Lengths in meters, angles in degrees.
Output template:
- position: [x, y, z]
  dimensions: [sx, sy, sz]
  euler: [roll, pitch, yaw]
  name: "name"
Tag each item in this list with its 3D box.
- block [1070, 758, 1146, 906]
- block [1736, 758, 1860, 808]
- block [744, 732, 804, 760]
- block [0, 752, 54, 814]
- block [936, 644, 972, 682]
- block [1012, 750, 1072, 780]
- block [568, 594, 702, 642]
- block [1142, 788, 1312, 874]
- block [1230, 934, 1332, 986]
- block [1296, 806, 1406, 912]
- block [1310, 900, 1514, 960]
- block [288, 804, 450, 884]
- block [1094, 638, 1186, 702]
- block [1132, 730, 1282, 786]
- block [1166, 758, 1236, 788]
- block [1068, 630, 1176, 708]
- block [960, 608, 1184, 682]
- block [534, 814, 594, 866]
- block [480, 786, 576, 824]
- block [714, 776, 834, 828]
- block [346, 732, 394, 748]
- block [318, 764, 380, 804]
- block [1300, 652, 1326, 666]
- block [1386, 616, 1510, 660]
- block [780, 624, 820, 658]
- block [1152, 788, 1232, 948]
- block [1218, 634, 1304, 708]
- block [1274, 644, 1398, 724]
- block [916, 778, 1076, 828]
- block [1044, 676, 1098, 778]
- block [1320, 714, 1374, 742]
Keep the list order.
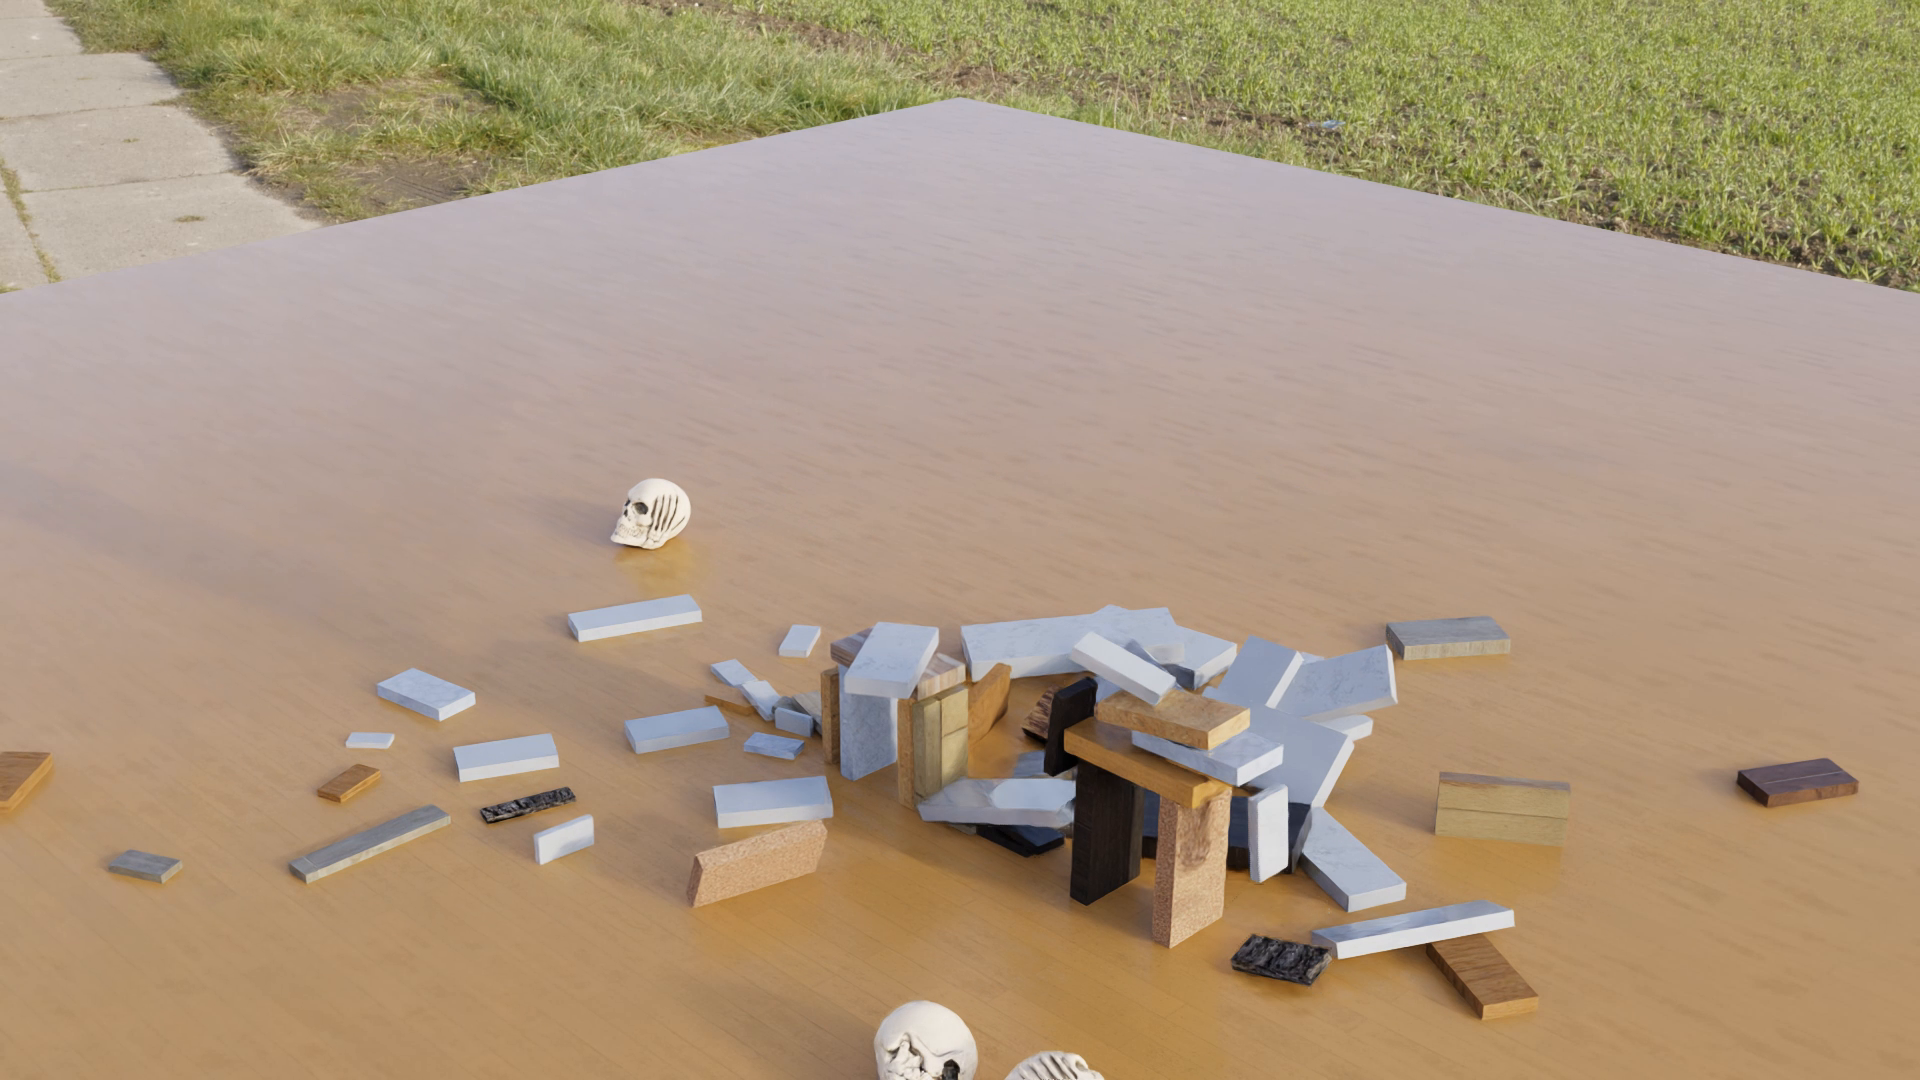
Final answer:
- position: [0.281, 0.522, 4.137]
  dimensions: [0.153, 0.305, 0.043]
  euler: [-21, 33, -41]
  name: "block"
- position: [1.730, 0.501, 4.542]
  dimensions: [0.212, 0.030, 0.106]
  euler: [-6, 24, -14]
  name: "block"
- position: [-0.398, 0.440, 4.702]
  dimensions: [0.116, 0.016, 0.058]
  euler: [8, 24, 19]
  name: "block"
- position: [-1.971, 0.500, 4.545]
  dimensions: [0.103, 0.029, 0.206]
  euler: [1, 23, 3]
  name: "block"
- position: [-0.038, 0.285, 5.043]
  dimensions: [0.257, 0.036, 0.128]
  euler: [-4, 23, -10]
  name: "block"
- position: [0.230, 0.466, 4.548]
  dimensions: [0.231, 0.033, 0.116]
  euler: [-9, 19, 13]
  name: "block"
- position: [-0.781, 0.187, 5.284]
  dimensions: [0.301, 0.029, 0.103]
  euler: [-9, 25, -21]
  name: "block"
- position: [0.490, 0.565, 4.311]
  dimensions: [0.365, 0.049, 0.172]
  euler: [4, 27, 21]
  name: "block"
- position: [0.571, 0.747, 3.916]
  dimensions: [0.158, 0.022, 0.079]
  euler: [4, 29, 39]
  name: "block"
- position: [0.724, 0.616, 4.264]
  dimensions: [0.125, 0.035, 0.313]
  euler: [-9, 25, -20]
  name: "block"
- position: [0.825, 0.708, 4.008]
  dimensions: [0.355, 0.030, 0.106]
  euler: [-7, 4, -16]
  name: "block"
- position: [-1.160, 0.596, 4.332]
  dimensions: [0.067, 0.019, 0.321]
  euler: [21, 31, 41]
  name: "block"
- position: [0.394, 0.356, 4.723]
  dimensions: [0.172, 0.049, 0.345]
  euler: [-47, 29, 3]
  name: "block"
- position: [0.437, 0.363, 3.902]
  dimensions: [0.123, 0.035, 0.246]
  euler: [-20, 27, -39]
  name: "block"
- position: [0.451, 0.392, 3.903]
  dimensions: [0.079, 0.022, 0.158]
  euler: [-21, 28, -40]
  name: "block"
- position: [0.294, 0.232, 3.973]
  dimensions: [0.180, 0.026, 0.090]
  euler: [29, 26, 13]
  name: "block"
- position: [0.255, 0.237, 5.021]
  dimensions: [0.485, 0.050, 0.178]
  euler: [-5, 25, -6]
  name: "block"
- position: [-0.774, 0.586, 4.302]
  dimensions: [0.122, 0.061, 0.017]
  euler: [-18, 31, -37]
  name: "block"
- position: [-0.878, 0.539, 4.473]
  dimensions: [0.186, 0.013, 0.045]
  euler: [-13, 26, -27]
  name: "block"
- position: [-0.380, 0.531, 4.466]
  dimensions: [0.231, 0.033, 0.116]
  euler: [-4, 23, -10]
  name: "block"
- position: [-1.268, 0.431, 4.728]
  dimensions: [0.091, 0.013, 0.045]
  euler: [1, 23, 3]
  name: "block"
- position: [-1.265, 0.503, 4.552]
  dimensions: [0.061, 0.017, 0.122]
  euler: [11, 25, 24]
  name: "block"
- position: [0.745, 0.354, 4.863]
  dimensions: [0.178, 0.050, 0.355]
  euler: [16, 28, 33]
  name: "block"
- position: [1.147, 0.230, 5.172]
  dimensions: [0.257, 0.036, 0.129]
  euler: [-4, 23, -8]
  name: "block"
- position: [-0.376, 0.238, 5.176]
  dimensions: [0.067, 0.019, 0.133]
  euler: [4, 23, 9]
  name: "block"
- position: [0.423, 0.578, 4.007]
  dimensions: [0.043, 0.305, 0.153]
  euler: [23, 32, 40]
  name: "block"
- position: [0.612, 0.333, 4.689]
  dimensions: [0.128, 0.036, 0.256]
  euler: [20, 70, 42]
  name: "block"
- position: [0.735, 0.328, 4.661]
  dimensions: [0.378, 0.036, 0.129]
  euler: [-16, 50, 23]
  name: "block"
- position: [0.095, 0.509, 4.286]
  dimensions: [0.123, 0.035, 0.441]
  euler: [-28, 13, -35]
  name: "block"
- position: [0.205, 0.348, 4.091]
  dimensions: [0.090, 0.180, 0.026]
  euler: [-22, 42, -37]
  name: "block"
- position: [0.751, 0.364, 4.727]
  dimensions: [0.125, 0.035, 0.250]
  euler: [-15, 32, -35]
  name: "block"
